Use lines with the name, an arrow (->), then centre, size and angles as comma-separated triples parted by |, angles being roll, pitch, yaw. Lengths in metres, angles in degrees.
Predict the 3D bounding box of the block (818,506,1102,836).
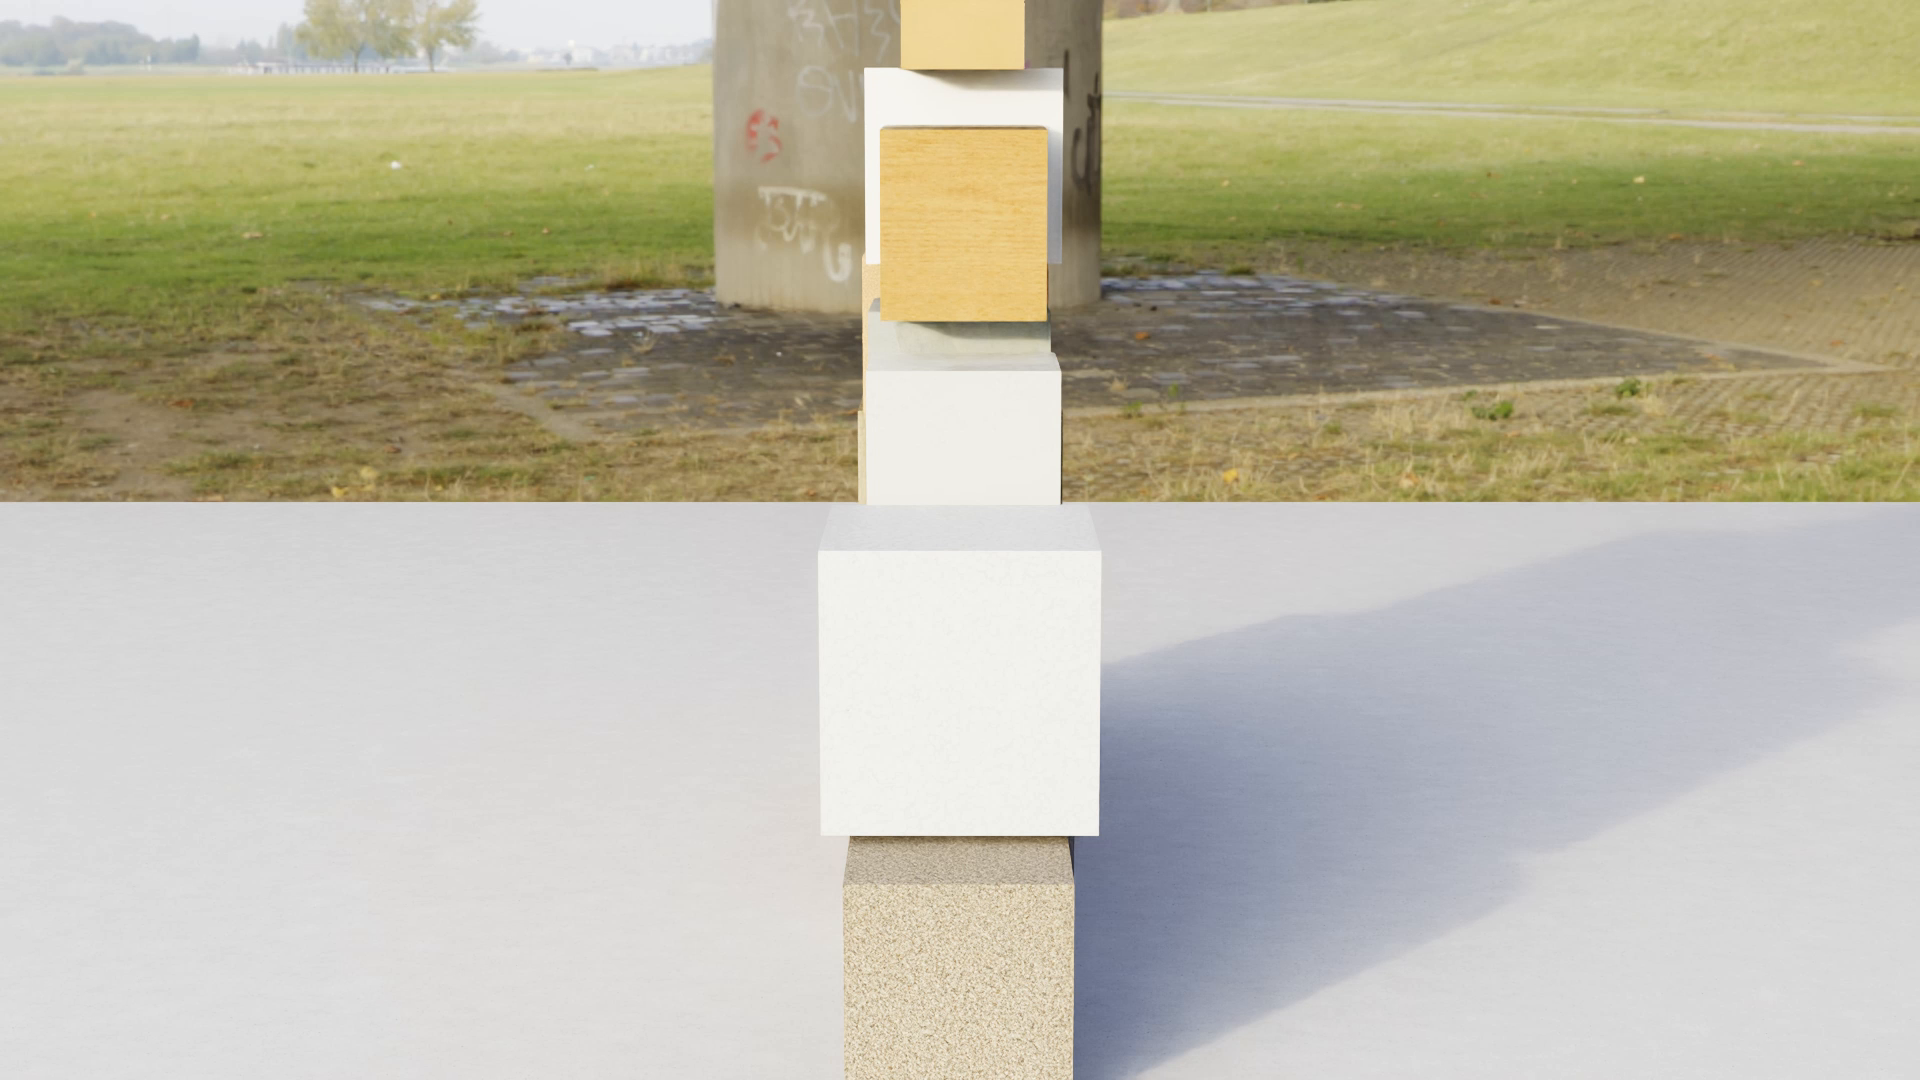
block -> -0.001, 0.459, 9.520 | 0.989, 1.031, 0.968 | 0, 10, 0

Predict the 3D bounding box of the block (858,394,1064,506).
block -> 0.002, -0.225, 12.008 | 0.921, 0.872, 0.841 | 0, 10, 0

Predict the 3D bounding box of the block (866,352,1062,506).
block -> 0.014, -0.388, 10.338 | 0.757, 0.664, 0.682 | 0, 10, 0

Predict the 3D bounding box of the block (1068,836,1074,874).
block -> 0.015, 1.341, 9.869 | 0.816, 0.830, 0.682 | 0, 10, 0

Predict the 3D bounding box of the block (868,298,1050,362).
block -> -0.003, -0.597, 11.050 | 0.756, 0.829, 0.763 | 0, 10, 0

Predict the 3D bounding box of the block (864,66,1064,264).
block -> 0.017, -1.656, 11.264 | 0.837, 0.823, 0.753 | 0, 11, 0

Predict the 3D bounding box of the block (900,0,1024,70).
block -> 0.011, -2.259, 10.757 | 0.506, 0.554, 0.554 | 0, 11, 0

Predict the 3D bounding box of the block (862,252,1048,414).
block -> -0.020, -0.973, 11.748 | 0.824, 0.693, 0.736 | 0, 10, 0

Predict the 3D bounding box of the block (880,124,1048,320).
block -> 0.014, -1.318, 10.561 | 0.664, 0.755, 0.756 | 0, 11, 0

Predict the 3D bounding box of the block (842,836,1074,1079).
block -> -0.005, 1.490, 9.148 | 0.786, 0.794, 0.770 | 0, 10, 0
